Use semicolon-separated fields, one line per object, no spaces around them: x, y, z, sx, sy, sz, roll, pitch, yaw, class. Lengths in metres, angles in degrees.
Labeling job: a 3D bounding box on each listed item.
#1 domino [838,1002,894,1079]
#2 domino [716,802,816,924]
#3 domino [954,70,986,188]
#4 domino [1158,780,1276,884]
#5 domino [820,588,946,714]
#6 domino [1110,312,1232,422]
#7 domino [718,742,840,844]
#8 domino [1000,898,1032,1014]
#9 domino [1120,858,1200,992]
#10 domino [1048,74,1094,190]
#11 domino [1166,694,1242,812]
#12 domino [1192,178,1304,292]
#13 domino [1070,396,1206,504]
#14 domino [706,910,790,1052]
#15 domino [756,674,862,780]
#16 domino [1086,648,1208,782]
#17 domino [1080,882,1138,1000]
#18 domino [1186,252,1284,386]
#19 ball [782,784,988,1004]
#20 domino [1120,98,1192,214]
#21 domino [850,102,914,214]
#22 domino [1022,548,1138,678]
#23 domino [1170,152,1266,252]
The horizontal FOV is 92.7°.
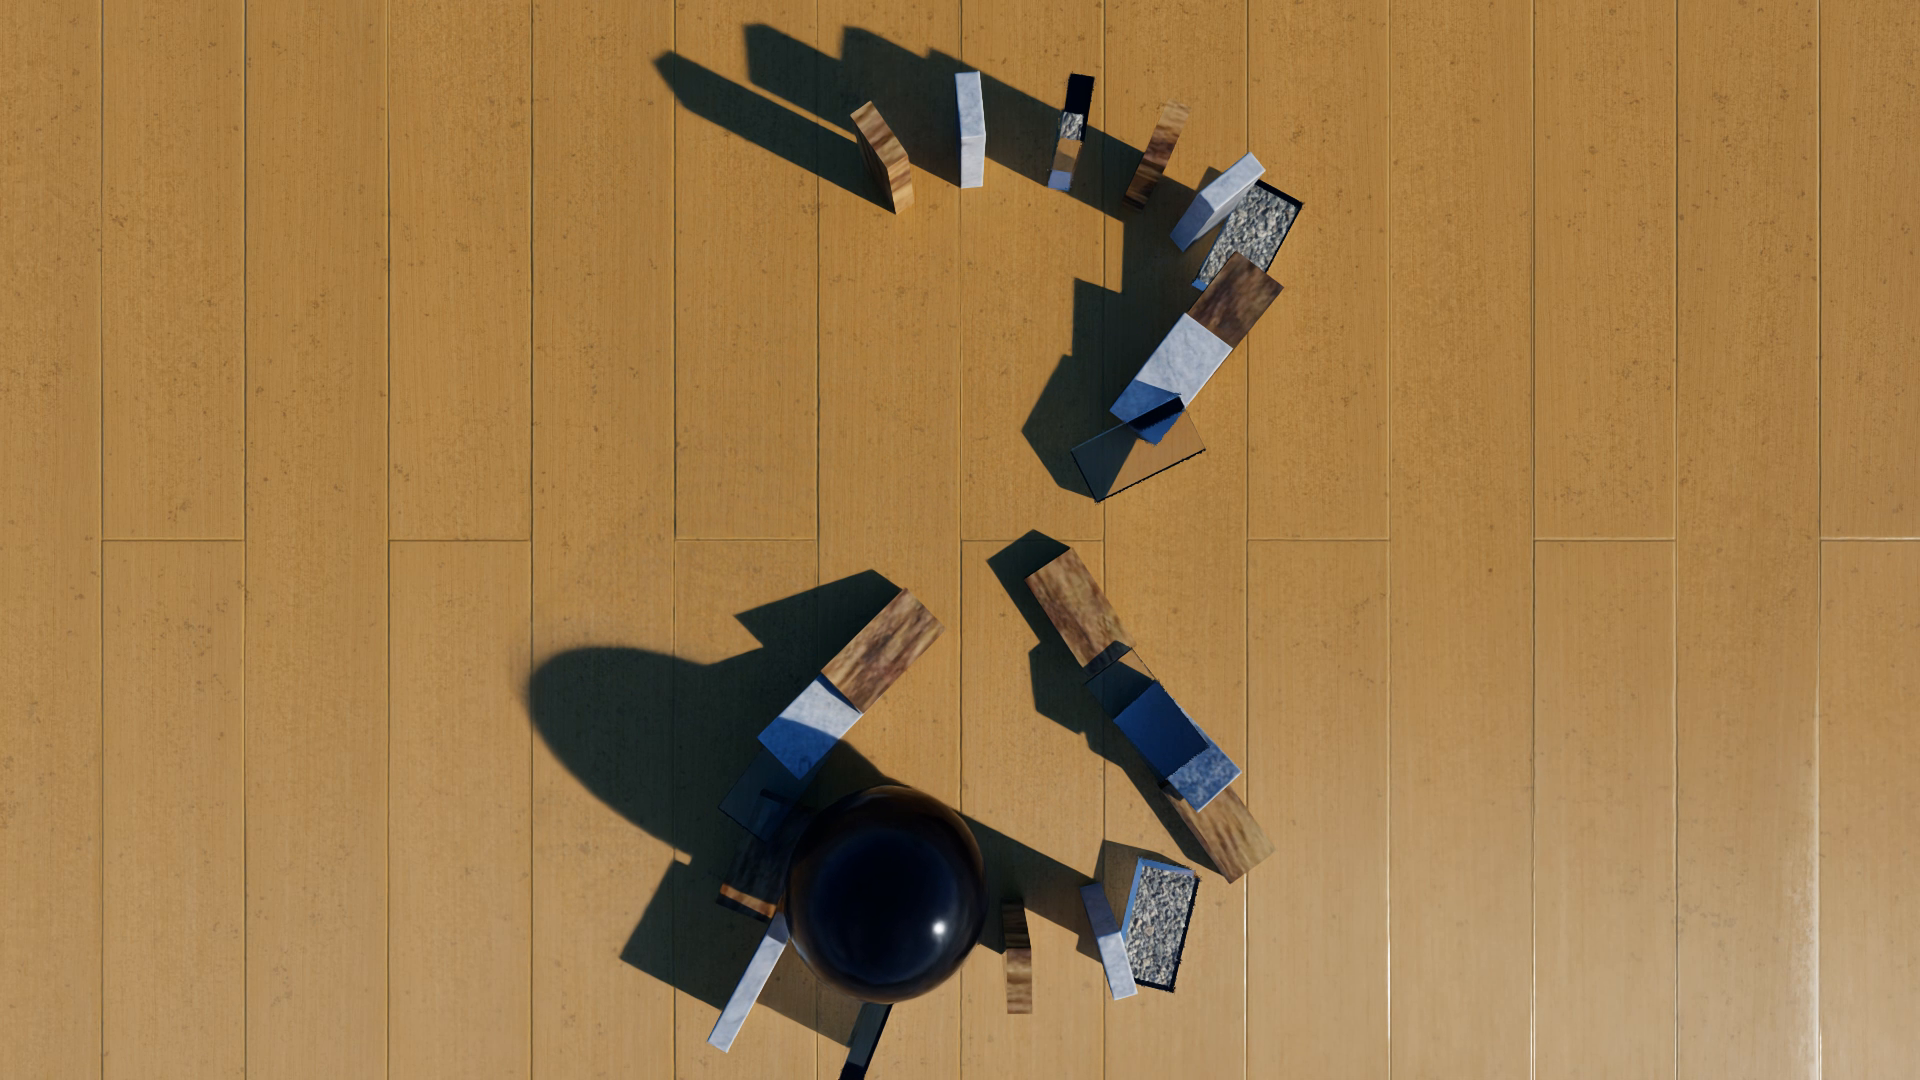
-0.036;0.200;0.388;0.009;0.025;0.050;22;90;0;domino
-0.084;0.136;0.395;0.025;0.010;0.050;22;90;0;domino
0.004;-0.166;0.375;0.009;0.050;0.025;-6;90;0;domino
0.111;0.119;0.395;0.025;0.009;0.050;-36;90;0;domino
-0.032;0.047;0.388;0.025;0.009;0.050;45;74;0;domino
0.089;-0.068;0.388;0.025;0.009;0.050;37;107;0;domino
-0.076;0.099;0.388;0.025;0.010;0.050;37;73;0;domino
0.023;0.169;0.375;0.009;0.050;0.025;-1;90;0;domino
0.084;0.166;0.395;0.025;0.009;0.050;14;90;0;domino
0.045;-0.165;0.375;0.010;0.050;0.025;9;90;0;domino
0.092;0.087;0.389;0.025;0.009;0.050;-43;74;0;domino
0.124;-0.127;0.395;0.025;0.009;0.050;28;90;0;domino
0.075;-0.038;0.388;0.050;0.010;0.025;-26;96;15;domino
-0.088;0.186;0.388;0.009;0.025;0.050;29;90;0;domino
-0.059;0.074;0.388;0.025;0.009;0.050;44;73;2;domino
0.078;0.073;0.384;0.025;0.009;0.050;-37;74;1;domino
0.060;0.163;0.375;0.009;0.050;0.025;-16;90;0;domino
0.110;-0.093;0.388;0.025;0.010;0.050;37;106;0;domino
-0.029;0.138;0.360;0.080;0.080;0.080;0;90;0;ball
0.079;-0.156;0.375;0.010;0.050;0.025;24;90;0;domino
-0.031;-0.155;0.375;0.009;0.050;0.025;-35;90;0;domino
0.051;0.031;0.395;0.025;0.010;0.050;-34;90;0;domino
0.104;-0.137;0.375;0.025;0.050;0.009;-39;90;0;domino
